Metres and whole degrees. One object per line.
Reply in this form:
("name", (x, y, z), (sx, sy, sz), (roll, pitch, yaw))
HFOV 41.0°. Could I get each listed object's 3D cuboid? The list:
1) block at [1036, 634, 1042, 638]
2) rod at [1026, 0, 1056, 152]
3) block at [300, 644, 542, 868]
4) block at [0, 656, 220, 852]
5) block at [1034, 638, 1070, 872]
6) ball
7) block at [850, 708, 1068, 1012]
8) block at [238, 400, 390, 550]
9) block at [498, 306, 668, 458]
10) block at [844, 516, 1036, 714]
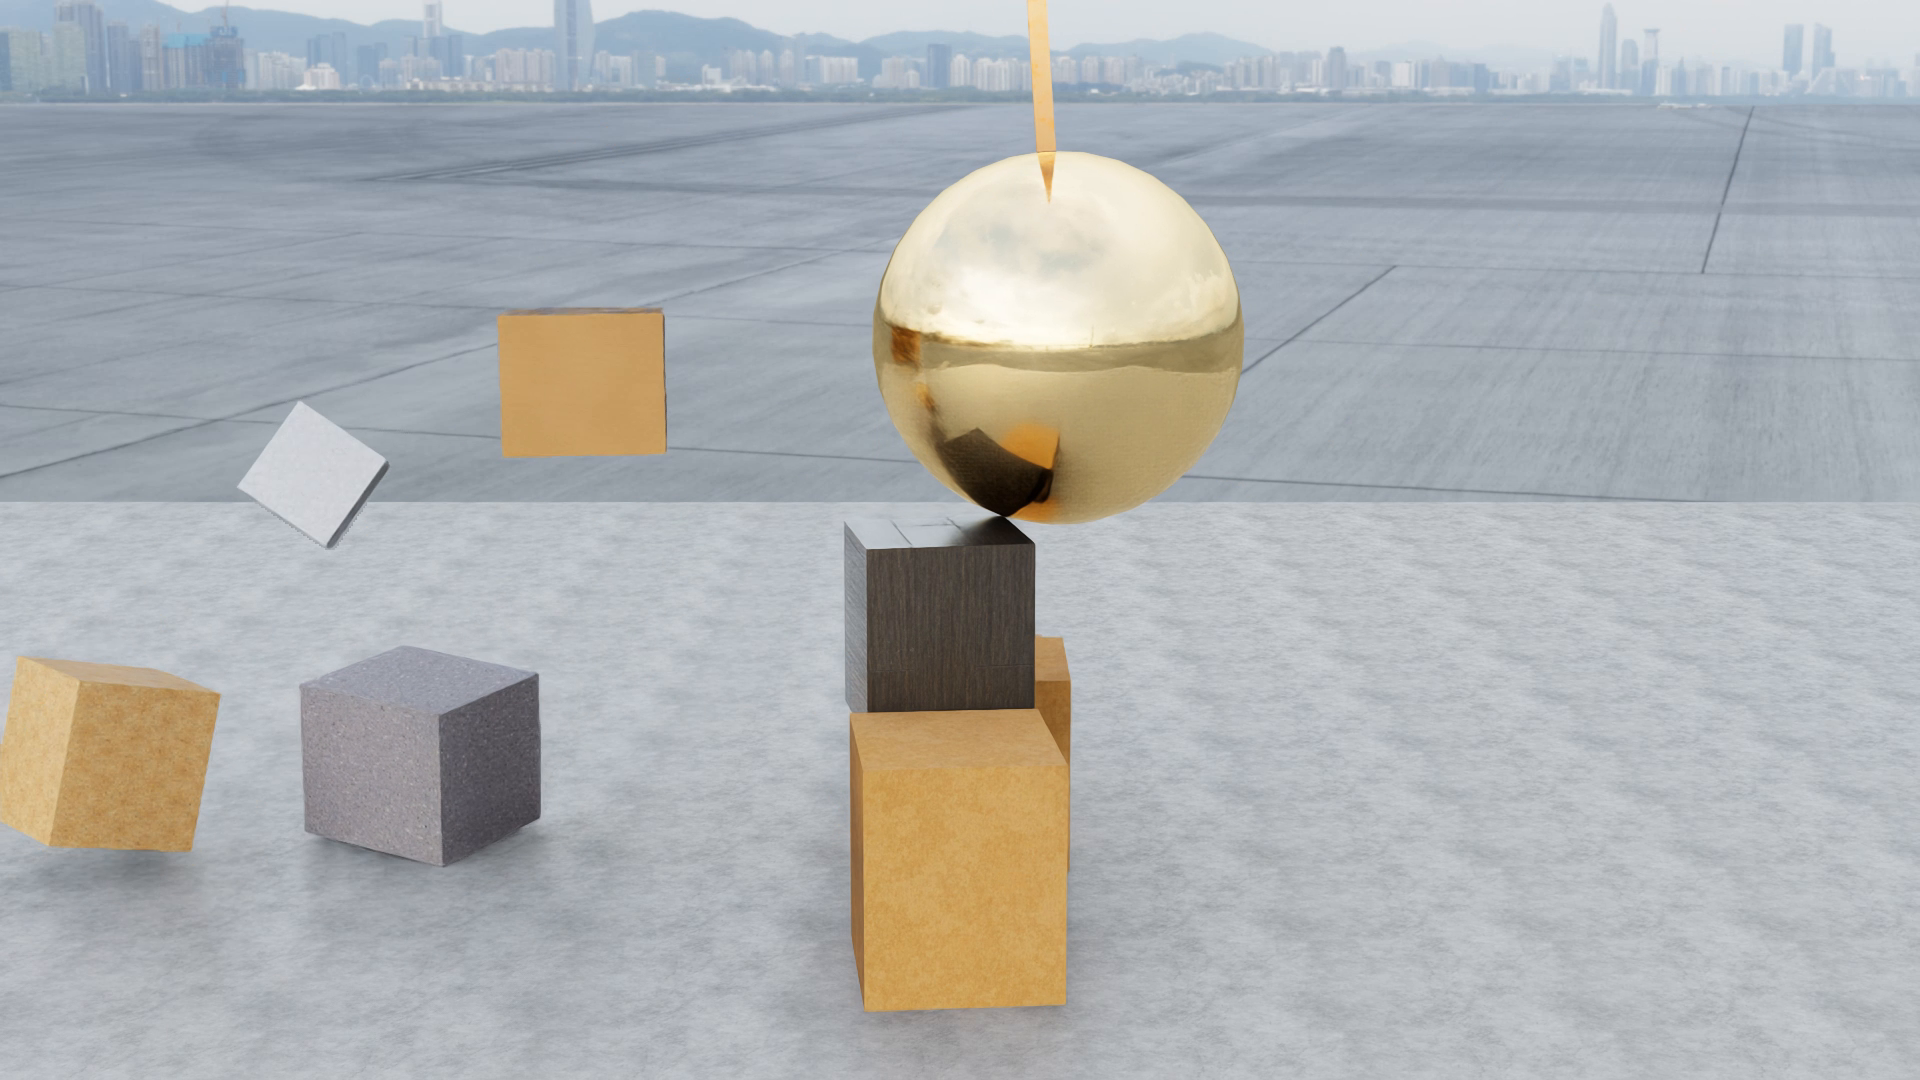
("block", (0.001, 0.897, 12.627), (0.822, 0.717, 0.767), (0, 10, 0))
("rod", (0.183, -4.202, 10.416), (0.080, 5.200, 0.080), (-4, 10, 1))
("block", (-2.491, 0.984, 11.892), (0.801, 0.717, 0.724), (9, 17, 27))
("block", (-3.828, 0.958, 11.488), (0.605, 0.727, 0.677), (12, 1, 45))
("block", (0.007, 0.970, 11.792), (0.959, 0.873, 0.885), (0, 10, 0))
("ball", (0.421, -0.865, 11.023), (1.600, 1.600, 1.600), (0, 10, 0))
("block", (-0.022, 1.239, 10.109), (0.771, 0.945, 0.878), (-1, 10, -6))
("block", (-2.762, -0.272, 10.996), (0.434, 0.443, 0.500), (35, -8, -8))
("block", (-1.612, -0.690, 11.043), (0.677, 0.589, 0.714), (-1, 8, -6))
("block", (-0.095, 0.357, 10.800), (0.697, 0.795, 0.688), (-2, 10, -10))
